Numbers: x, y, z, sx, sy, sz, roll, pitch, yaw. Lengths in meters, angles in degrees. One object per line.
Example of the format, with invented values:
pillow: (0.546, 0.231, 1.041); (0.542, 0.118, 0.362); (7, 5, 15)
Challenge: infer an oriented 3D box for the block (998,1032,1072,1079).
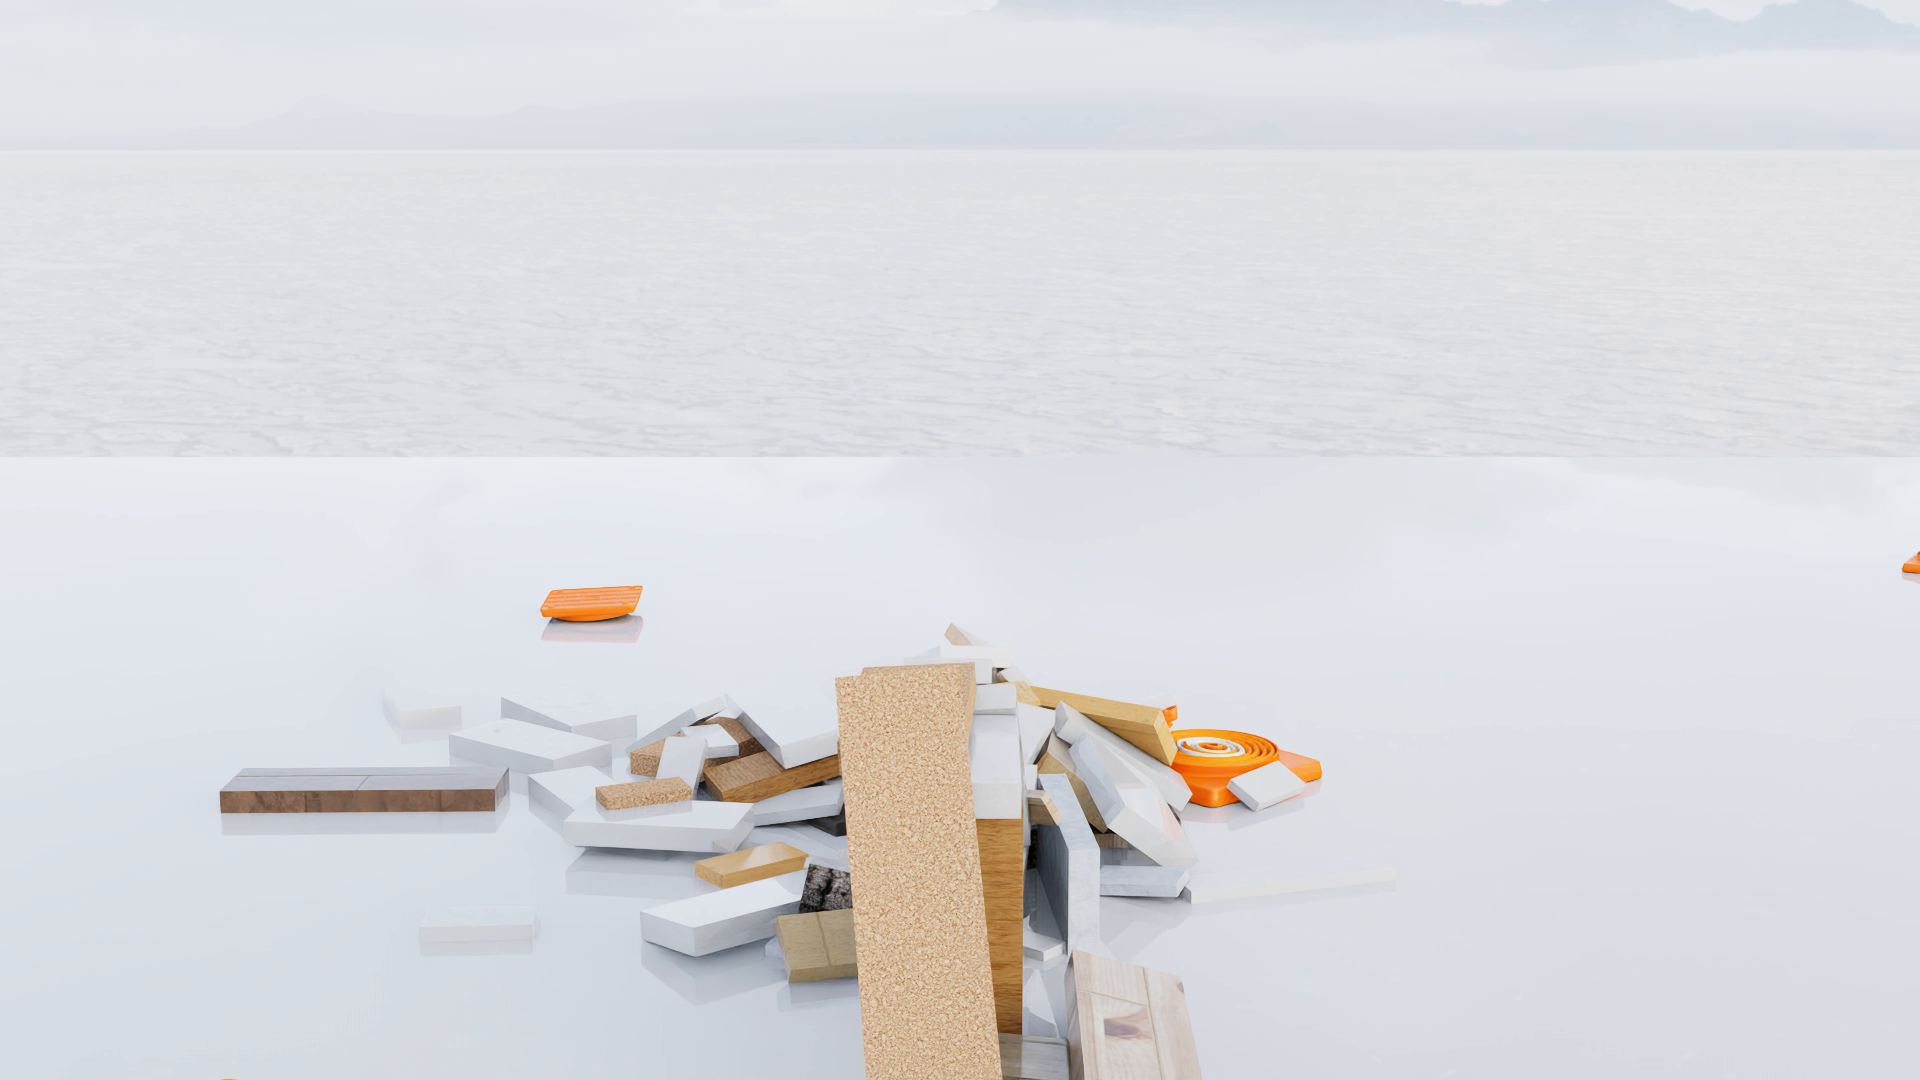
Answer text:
block: (0.096, 0.707, 2.934); (0.268, 0.038, 0.134); (3, 11, 14)

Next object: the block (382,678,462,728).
block: (-1.181, 0.357, 4.823); (0.129, 0.036, 0.257); (-4, 11, -22)

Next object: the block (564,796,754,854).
block: (-0.531, 0.502, 3.893); (0.303, 0.043, 0.152); (2, 11, 9)

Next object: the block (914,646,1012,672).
block: (-0.005, 0.267, 4.750); (0.153, 0.043, 0.307); (2, -9, -14)

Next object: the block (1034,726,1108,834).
block: (0.217, 0.428, 4.035); (0.170, 0.048, 0.339); (40, 7, 0)

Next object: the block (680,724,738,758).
block: (-0.488, 0.391, 4.276); (0.078, 0.022, 0.157); (-4, 11, -20)

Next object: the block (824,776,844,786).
block: (-0.222, 0.433, 4.192); (0.089, 0.025, 0.178); (-14, 22, -13)

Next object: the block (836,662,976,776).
block: (-0.070, 0.250, 3.122); (0.167, 0.047, 0.335); (-3, 14, 4)

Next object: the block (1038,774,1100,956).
block: (0.174, 0.520, 3.579); (0.048, 0.170, 0.405); (-1, 11, -5)

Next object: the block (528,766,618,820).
block: (-0.709, 0.483, 4.145); (0.129, 0.036, 0.257); (-6, 12, -30)

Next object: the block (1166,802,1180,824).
block: (0.344, 0.504, 4.061); (0.093, 0.026, 0.186); (-1, 11, -5)

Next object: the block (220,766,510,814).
block: (-1.126, 0.474, 4.178); (0.510, 0.043, 0.152); (0, 11, -1)

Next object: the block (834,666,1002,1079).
block: (-0.055, 0.447, 2.841); (0.167, 0.577, 0.047); (-6, -24, -1)

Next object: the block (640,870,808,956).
block: (-0.328, 0.590, 3.497); (0.320, 0.045, 0.160); (-8, 7, -38)

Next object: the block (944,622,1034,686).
block: (0.106, 0.312, 4.900); (0.129, 0.036, 0.780); (29, 3, -16)

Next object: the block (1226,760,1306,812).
block: (0.582, 0.467, 4.175); (0.149, 0.021, 0.075); (-13, 43, -44)

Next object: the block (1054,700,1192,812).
block: (0.300, 0.403, 4.112); (0.274, 0.039, 0.137); (32, 6, -8)

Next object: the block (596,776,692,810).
block: (-0.570, 0.456, 3.962); (0.157, 0.022, 0.078); (-5, 12, -24)

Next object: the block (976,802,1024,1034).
block: (-0.001, 0.531, 3.029); (0.175, 0.349, 0.049); (0, 10, 0)

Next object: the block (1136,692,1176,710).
block: (0.328, 0.349, 4.372); (0.186, 0.026, 0.093); (-20, -2, -14)

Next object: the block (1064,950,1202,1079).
block: (0.227, 0.692, 2.803); (0.160, 0.045, 0.638); (15, 13, -3)

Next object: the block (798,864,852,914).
block: (-0.143, 0.575, 3.457); (0.212, 0.030, 0.106); (14, 26, -2)

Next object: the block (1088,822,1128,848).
block: (0.135, 0.528, 3.934); (0.317, 0.025, 0.088); (-1, 11, -6)

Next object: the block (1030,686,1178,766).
block: (0.269, 0.356, 4.215); (0.275, 0.137, 0.039); (8, 54, 28)

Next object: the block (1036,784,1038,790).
block: (0.125, 0.429, 4.044); (0.100, 0.028, 0.259); (47, -2, 14)

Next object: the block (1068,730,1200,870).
block: (0.302, 0.462, 3.867); (0.170, 0.048, 0.339); (37, 8, -17)

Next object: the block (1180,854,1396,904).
block: (0.549, 0.571, 3.711); (0.378, 0.021, 0.075); (-3, 11, -18)

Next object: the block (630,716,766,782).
block: (-0.498, 0.412, 4.341); (0.152, 0.043, 0.303); (5, 12, 27)

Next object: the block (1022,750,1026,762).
block: (0.053, 0.397, 3.778); (0.072, 0.020, 0.143); (11, 28, 22)

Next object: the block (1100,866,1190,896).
block: (0.300, 0.568, 3.664); (0.149, 0.021, 0.075); (-3, 14, 23)

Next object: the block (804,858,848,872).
block: (-0.197, 0.554, 3.639); (0.120, 0.017, 0.060); (22, -13, -9)

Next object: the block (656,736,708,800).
block: (-0.529, 0.442, 4.141); (0.078, 0.022, 0.157); (2, 51, 10)

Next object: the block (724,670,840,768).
block: (-0.332, 0.346, 4.311); (0.156, 0.044, 0.556); (-16, 11, -14)

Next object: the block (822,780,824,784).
block: (-0.222, 0.436, 4.258); (0.214, 0.030, 0.107); (9, 28, 37)

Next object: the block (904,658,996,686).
block: (-0.017, 0.276, 4.470); (0.173, 0.049, 0.346); (0, -7, 3)

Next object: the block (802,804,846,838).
block: (-0.240, 0.505, 4.056); (0.089, 0.025, 0.178); (-8, 13, -35)

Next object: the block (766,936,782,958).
block: (-0.234, 0.631, 3.402); (0.120, 0.017, 0.060); (3, 11, 18)

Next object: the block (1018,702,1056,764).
block: (0.091, 0.359, 3.903); (0.100, 0.028, 0.201); (12, 33, 16)

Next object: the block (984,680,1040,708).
block: (-0.027, 0.315, 4.144); (0.342, 0.028, 0.099); (-6, 21, -15)

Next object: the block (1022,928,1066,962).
block: (0.104, 0.628, 3.423); (0.113, 0.016, 0.056); (9, 14, 40)

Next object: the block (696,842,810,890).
block: (-0.356, 0.558, 3.776); (0.176, 0.025, 0.088); (-8, 13, -37)

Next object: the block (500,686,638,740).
block: (-0.839, 0.375, 4.706); (0.156, 0.044, 0.311); (-8, 13, -38)

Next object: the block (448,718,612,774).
block: (-0.871, 0.422, 4.451); (0.311, 0.044, 0.156); (8, 13, 37)

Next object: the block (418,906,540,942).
block: (-0.763, 0.609, 3.497); (0.175, 0.025, 0.088); (-1, 11, -3)

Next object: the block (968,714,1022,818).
block: (-0.004, 0.315, 3.099); (0.175, 0.049, 0.349); (0, 11, 0)

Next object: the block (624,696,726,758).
block: (-0.574, 0.381, 4.438); (0.199, 0.028, 0.099); (-31, -6, 29)

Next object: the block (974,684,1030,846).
block: (0.014, 0.354, 3.395); (0.167, 0.335, 0.047); (-3, 45, 4)

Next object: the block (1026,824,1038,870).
block: (0.119, 0.530, 3.794); (0.143, 0.072, 0.020); (-7, 12, -32)

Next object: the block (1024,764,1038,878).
block: (0.054, 0.499, 3.514); (0.106, 0.030, 0.483); (1, 26, 6)

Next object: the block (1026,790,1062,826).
block: (0.102, 0.425, 3.519); (0.120, 0.060, 0.017); (-1, 38, 44)

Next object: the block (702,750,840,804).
block: (-0.287, 0.417, 4.149); (0.372, 0.039, 0.137); (-16, 17, -18)

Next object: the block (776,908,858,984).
block: (-0.165, 0.611, 3.342); (0.212, 0.030, 0.106); (-3, 40, -16)

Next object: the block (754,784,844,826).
block: (-0.298, 0.486, 4.038); (0.167, 0.024, 0.083); (-9, 19, 9)
